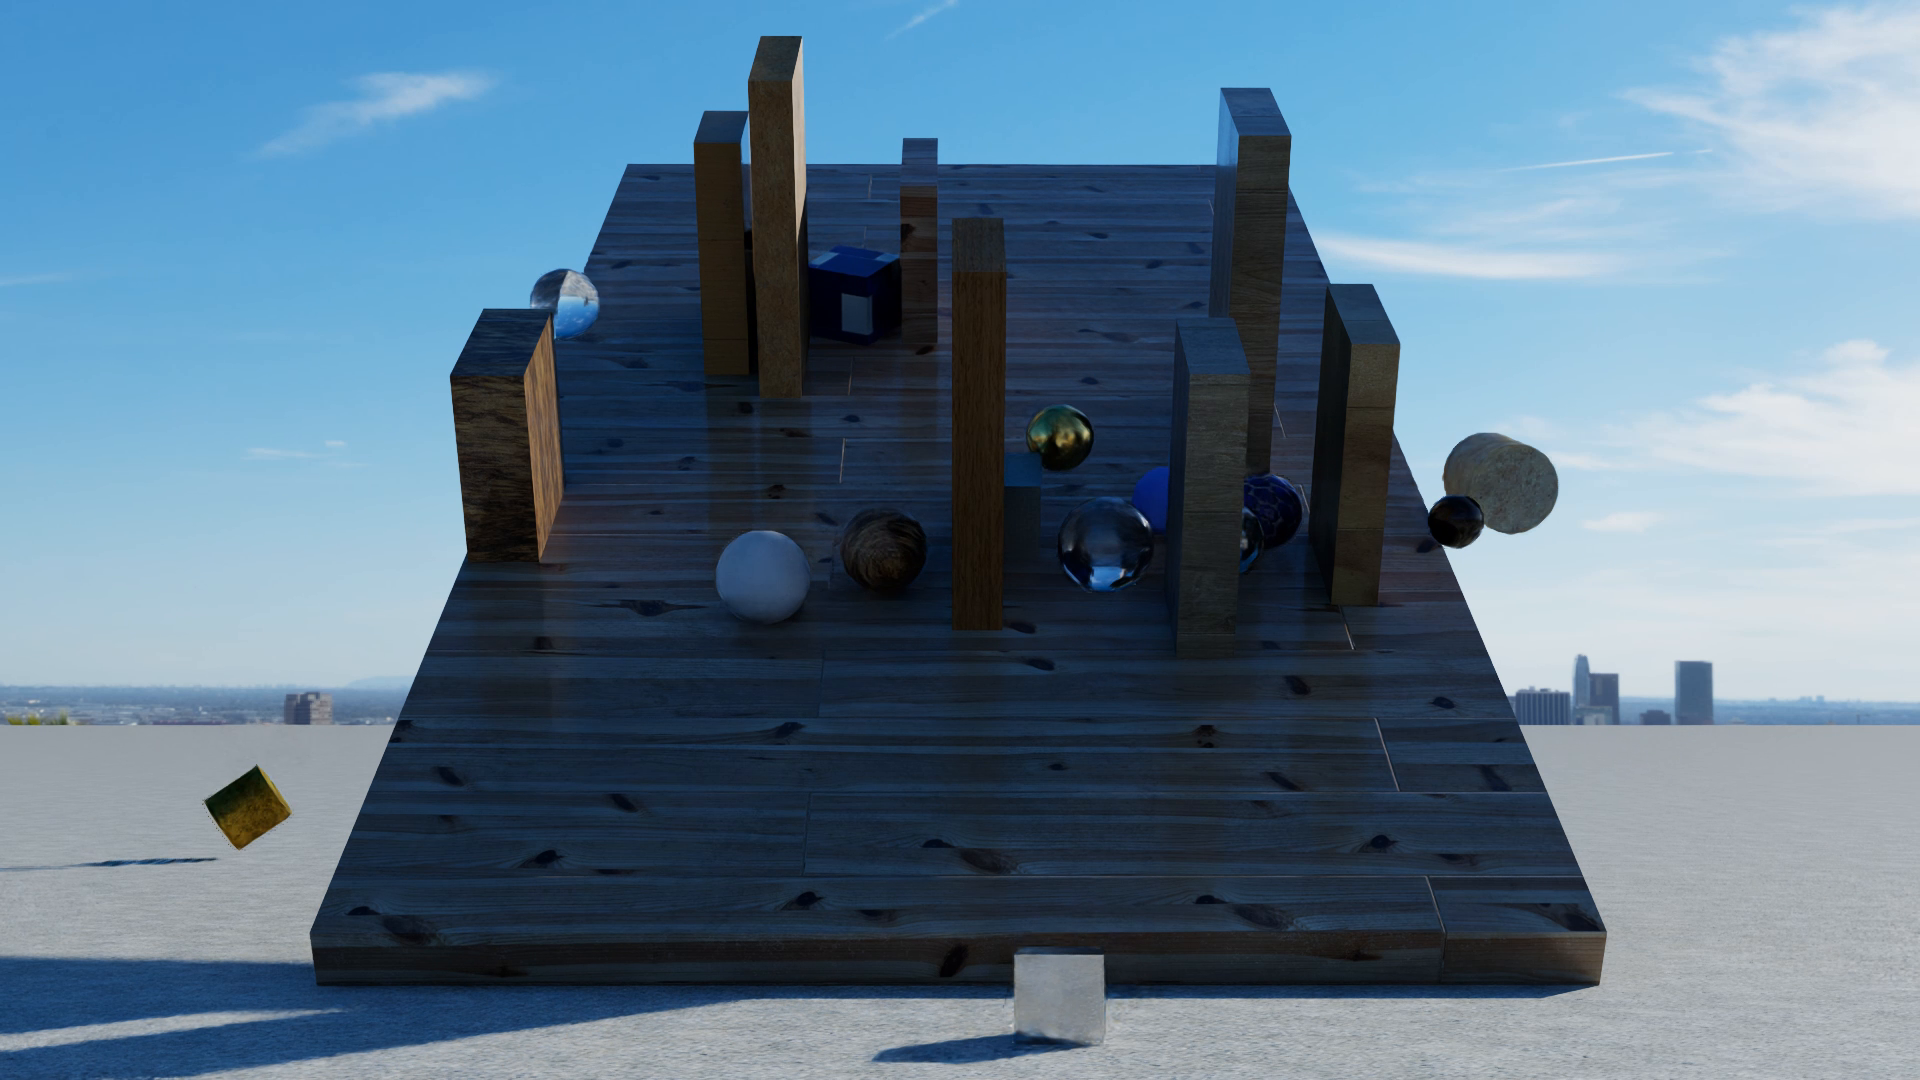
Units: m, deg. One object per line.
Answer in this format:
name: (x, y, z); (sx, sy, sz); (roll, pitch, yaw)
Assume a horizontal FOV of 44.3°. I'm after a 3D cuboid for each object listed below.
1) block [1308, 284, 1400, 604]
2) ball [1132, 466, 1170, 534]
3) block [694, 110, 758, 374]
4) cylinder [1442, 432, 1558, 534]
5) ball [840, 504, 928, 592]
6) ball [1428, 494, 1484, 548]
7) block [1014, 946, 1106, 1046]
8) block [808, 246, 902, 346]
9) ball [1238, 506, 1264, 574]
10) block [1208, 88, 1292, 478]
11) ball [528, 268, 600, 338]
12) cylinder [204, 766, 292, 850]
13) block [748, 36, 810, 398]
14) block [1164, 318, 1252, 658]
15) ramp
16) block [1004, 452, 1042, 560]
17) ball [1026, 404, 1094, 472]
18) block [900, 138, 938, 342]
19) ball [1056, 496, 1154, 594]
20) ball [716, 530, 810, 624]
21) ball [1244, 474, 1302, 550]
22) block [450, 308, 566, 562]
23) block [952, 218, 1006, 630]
block: (0.772, -0.191, 4.642); (0.091, 0.546, 0.327); (0, 26, 0)
ball: (0.426, -0.081, 4.859); (0.142, 0.142, 0.142); (0, -4, 0)
block: (-0.562, -0.716, 5.677); (0.108, 0.574, 0.269); (0, 26, 0)
cylinder: (1.148, -0.123, 5.015); (0.190, 0.190, 0.190); (0, 10, -6)
ball: (-0.150, 0.017, 4.639); (0.172, 0.172, 0.172); (0, -4, 0)
ball: (1.019, -0.039, 4.841); (0.113, 0.113, 0.113); (0, -4, 0)
block: (0.131, 0.592, 3.067); (0.114, 0.114, 0.114); (0, -4, 5)
block: (-0.268, -0.615, 5.918); (0.181, 0.181, 0.181); (13, 29, 24)
ball: (0.531, -0.002, 4.705); (0.151, 0.151, 0.151); (0, -4, 0)
block: (0.621, -0.560, 5.142); (0.108, 0.770, 0.366); (0, 26, 0)
ball: (-0.985, -0.588, 5.870); (0.174, 0.174, 0.174); (0, -4, 0)
cylinder: (-2.131, 0.802, 7.064); (0.182, 0.182, 0.182); (-35, 3, -12)
block: (-0.423, -0.764, 5.566); (0.098, 0.758, 0.406); (0, 26, 0)
block: (0.459, -0.098, 4.420); (0.108, 0.573, 0.282); (0, 26, 0)
ramp: (-0.010, -0.229, 5.450); (2.000, 0.100, 4.000); (0, 26, 0)
block: (0.083, -0.070, 4.825); (0.165, 0.165, 0.165); (1, 26, 2)
ball: (0.208, -0.213, 4.908); (0.141, 0.141, 0.141); (0, -4, 0)
block: (-0.101, -0.763, 5.969); (0.089, 0.404, 0.409); (0, 26, 0)
ball: (0.285, 0.009, 4.617); (0.190, 0.190, 0.190); (0, -4, 0)
ball: (-0.377, 0.071, 4.514); (0.182, 0.182, 0.182); (0, -4, 0)
ball: (0.621, -0.059, 4.816); (0.155, 0.155, 0.155); (0, -4, 0)
block: (-0.924, -0.220, 4.851); (0.144, 0.406, 0.373); (0, 26, 0)
block: (0.033, -0.218, 4.492); (0.097, 0.724, 0.302); (0, 26, 0)
